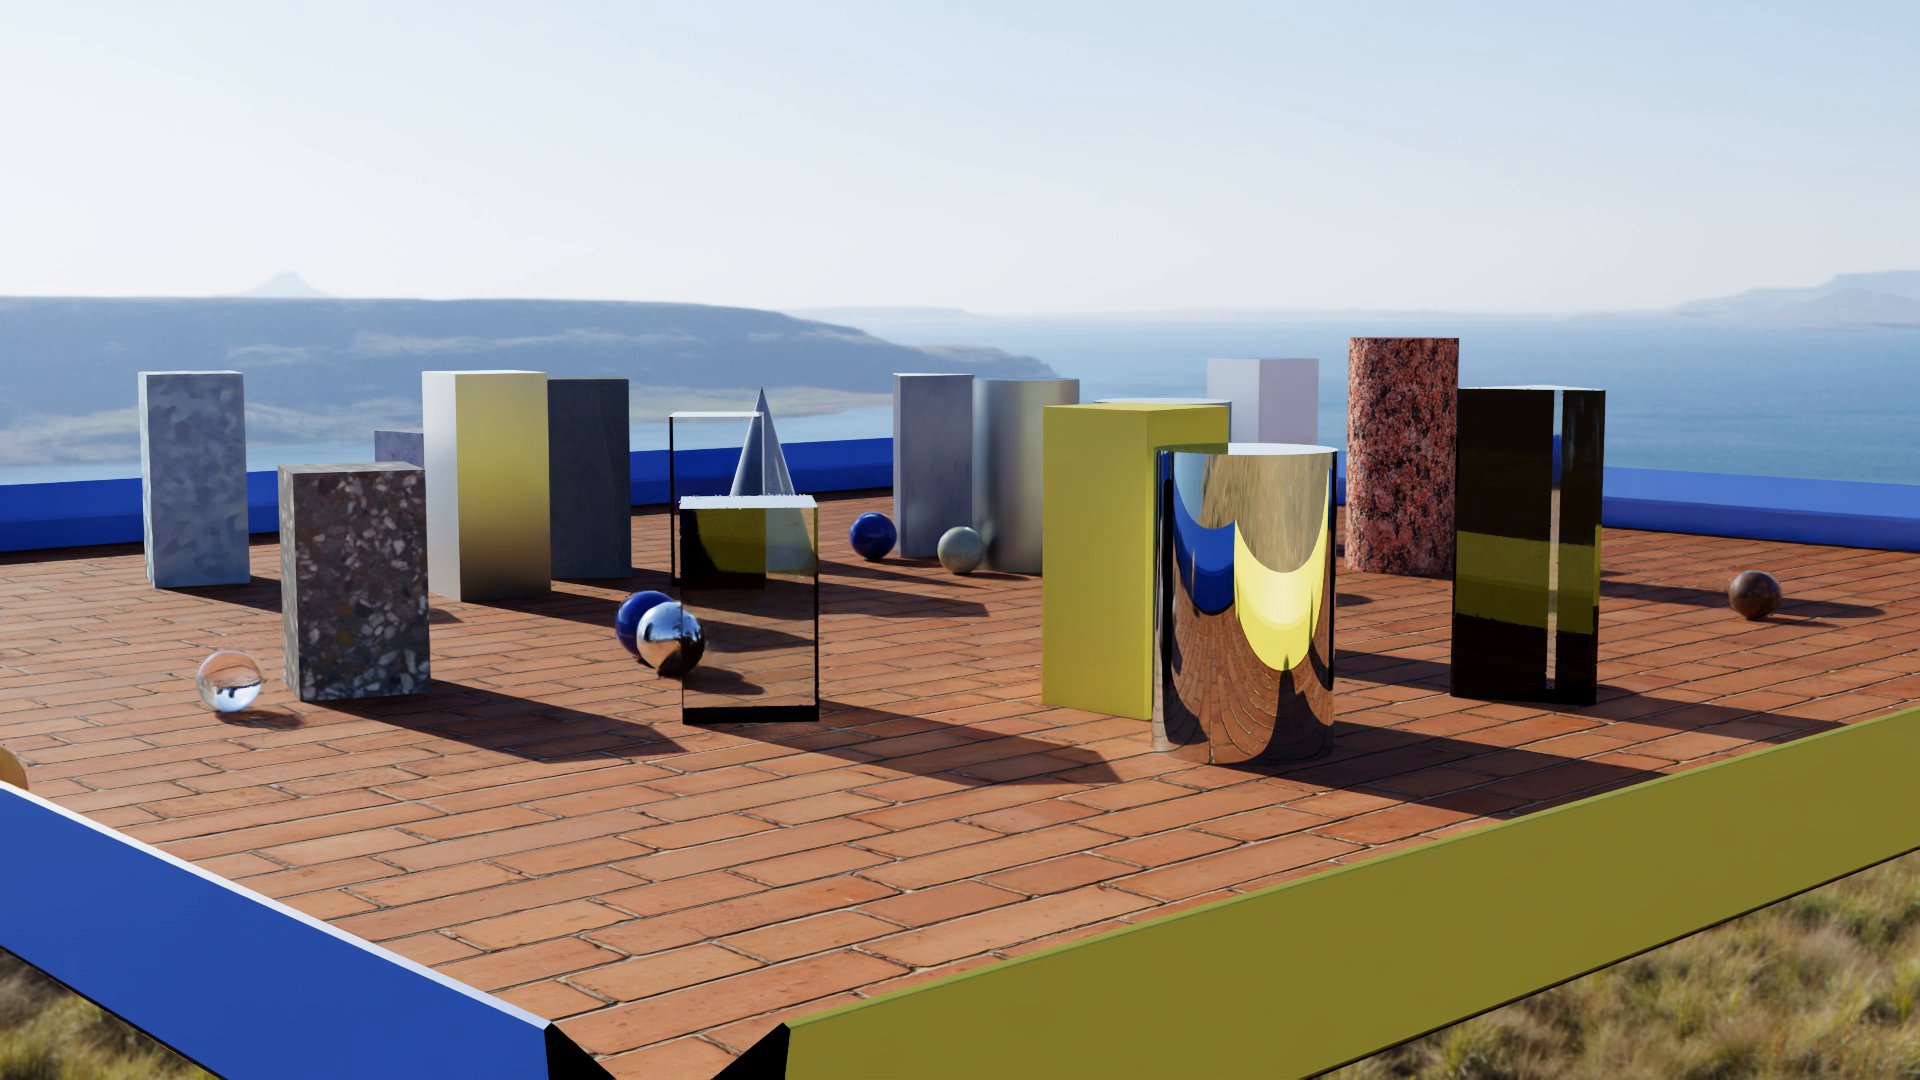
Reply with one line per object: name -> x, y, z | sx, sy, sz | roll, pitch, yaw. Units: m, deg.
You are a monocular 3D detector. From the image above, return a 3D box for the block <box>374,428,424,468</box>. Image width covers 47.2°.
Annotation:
block -> -0.941, -0.085, 3.934 | 0.146, 0.223, 0.146 | 6, 8, 42

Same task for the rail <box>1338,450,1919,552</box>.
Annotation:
rail -> 1.251, -0.092, 4.480 | 0.045, 0.118, 3.334 | -6, 8, -42

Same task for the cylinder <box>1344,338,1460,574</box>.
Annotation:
cylinder -> 0.747, -0.146, 3.723 | 0.182, 0.390, 0.182 | 0, 6, 0

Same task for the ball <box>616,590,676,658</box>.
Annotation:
ball -> -0.391, 0.107, 2.777 | 0.086, 0.086, 0.086 | 0, 6, 0

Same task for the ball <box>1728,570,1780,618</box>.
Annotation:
ball -> 1.132, 0.078, 3.135 | 0.069, 0.069, 0.069 | 0, 6, 0

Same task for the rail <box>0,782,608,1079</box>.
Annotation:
rail -> -1.251, 0.153, 2.185 | 0.045, 0.118, 3.334 | -6, 8, -42

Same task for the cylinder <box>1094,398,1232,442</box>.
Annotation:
cylinder -> 0.269, -0.026, 2.936 | 0.182, 0.318, 0.182 | 0, 6, 0

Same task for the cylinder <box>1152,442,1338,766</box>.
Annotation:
cylinder -> 0.285, 0.059, 2.206 | 0.182, 0.302, 0.182 | 0, 6, 0

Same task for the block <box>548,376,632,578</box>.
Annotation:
block -> -0.624, -0.107, 3.659 | 0.146, 0.325, 0.146 | -1, 6, -9

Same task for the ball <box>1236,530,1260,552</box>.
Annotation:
ball -> 0.520, 0.002, 3.969 | 0.042, 0.042, 0.042 | 0, 6, 0

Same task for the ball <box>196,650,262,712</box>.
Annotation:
ball -> -0.802, 0.155, 2.414 | 0.069, 0.069, 0.069 | 0, 6, 0

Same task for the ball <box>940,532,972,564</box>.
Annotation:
ball -> -0.008, 0.014, 3.789 | 0.056, 0.056, 0.056 | 0, 6, 0

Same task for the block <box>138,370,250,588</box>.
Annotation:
block -> -1.239, -0.102, 3.557 | 0.146, 0.337, 0.146 | -3, 7, -25

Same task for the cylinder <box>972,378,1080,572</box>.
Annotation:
cylinder -> 0.112, -0.114, 3.747 | 0.182, 0.320, 0.182 | 0, 6, 0

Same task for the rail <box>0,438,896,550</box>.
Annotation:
rail -> -1.115, -0.097, 4.533 | 3.451, 0.118, 0.045 | -6, 8, -42

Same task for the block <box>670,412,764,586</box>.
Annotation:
block -> -0.391, -0.069, 3.561 | 0.146, 0.270, 0.146 | 0, 6, -4

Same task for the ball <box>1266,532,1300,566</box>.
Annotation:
ball -> 0.556, 0.015, 3.776 | 0.058, 0.058, 0.058 | 0, 6, 0

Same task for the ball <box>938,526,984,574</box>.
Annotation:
ball -> 0.002, 0.016, 3.666 | 0.079, 0.079, 0.079 | 0, 6, 0

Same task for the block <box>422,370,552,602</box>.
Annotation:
block -> -0.731, -0.088, 3.398 | 0.146, 0.342, 0.146 | -4, 7, -33

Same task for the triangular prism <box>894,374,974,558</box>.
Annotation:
triangular prism -> -0.078, -0.138, 3.969 | 0.158, 0.321, 0.137 | -5, 8, -37

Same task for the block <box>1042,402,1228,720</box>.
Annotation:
block -> 0.195, 0.018, 2.453 | 0.146, 0.333, 0.146 | 6, 8, 43

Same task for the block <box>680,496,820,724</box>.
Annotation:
block -> -0.232, 0.073, 2.413 | 0.146, 0.231, 0.146 | -1, 6, -6

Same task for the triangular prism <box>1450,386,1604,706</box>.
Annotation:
triangular prism -> 0.659, 0.000, 2.529 | 0.158, 0.352, 0.137 | 2, 7, 21

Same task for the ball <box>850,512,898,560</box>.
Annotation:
ball -> -0.152, -0.008, 3.864 | 0.084, 0.084, 0.084 | 0, 6, 0

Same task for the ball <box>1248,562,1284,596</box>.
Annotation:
ball -> 0.469, 0.060, 3.373 | 0.053, 0.053, 0.053 | 0, 6, 0

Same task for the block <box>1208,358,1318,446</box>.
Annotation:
block -> 0.565, -0.167, 4.118 | 0.146, 0.346, 0.146 | -4, 7, -34

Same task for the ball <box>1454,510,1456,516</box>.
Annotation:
ball -> 1.047, -0.084, 4.621 | 0.075, 0.075, 0.075 | 0, 6, 0

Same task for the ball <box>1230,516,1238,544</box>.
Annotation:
ball -> 0.484, -0.019, 4.067 | 0.064, 0.064, 0.064 | 0, 6, 0

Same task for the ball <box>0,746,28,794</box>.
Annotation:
ball -> -0.818, 0.208, 1.816 | 0.089, 0.089, 0.089 | 0, 6, 0

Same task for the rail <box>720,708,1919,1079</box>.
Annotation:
rail -> 1.115, 0.159, 2.131 | 3.451, 0.118, 0.045 | -6, 8, -42

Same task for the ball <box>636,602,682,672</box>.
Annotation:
ball -> -0.353, 0.118, 2.685 | 0.085, 0.085, 0.085 | 0, 6, 0

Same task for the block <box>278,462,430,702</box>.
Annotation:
block -> -0.706, 0.044, 2.561 | 0.146, 0.258, 0.146 | -3, 7, -23

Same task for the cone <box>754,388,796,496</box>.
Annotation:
cone -> -0.344, -0.116, 3.831 | 0.182, 0.307, 0.182 | 0, 6, 0
